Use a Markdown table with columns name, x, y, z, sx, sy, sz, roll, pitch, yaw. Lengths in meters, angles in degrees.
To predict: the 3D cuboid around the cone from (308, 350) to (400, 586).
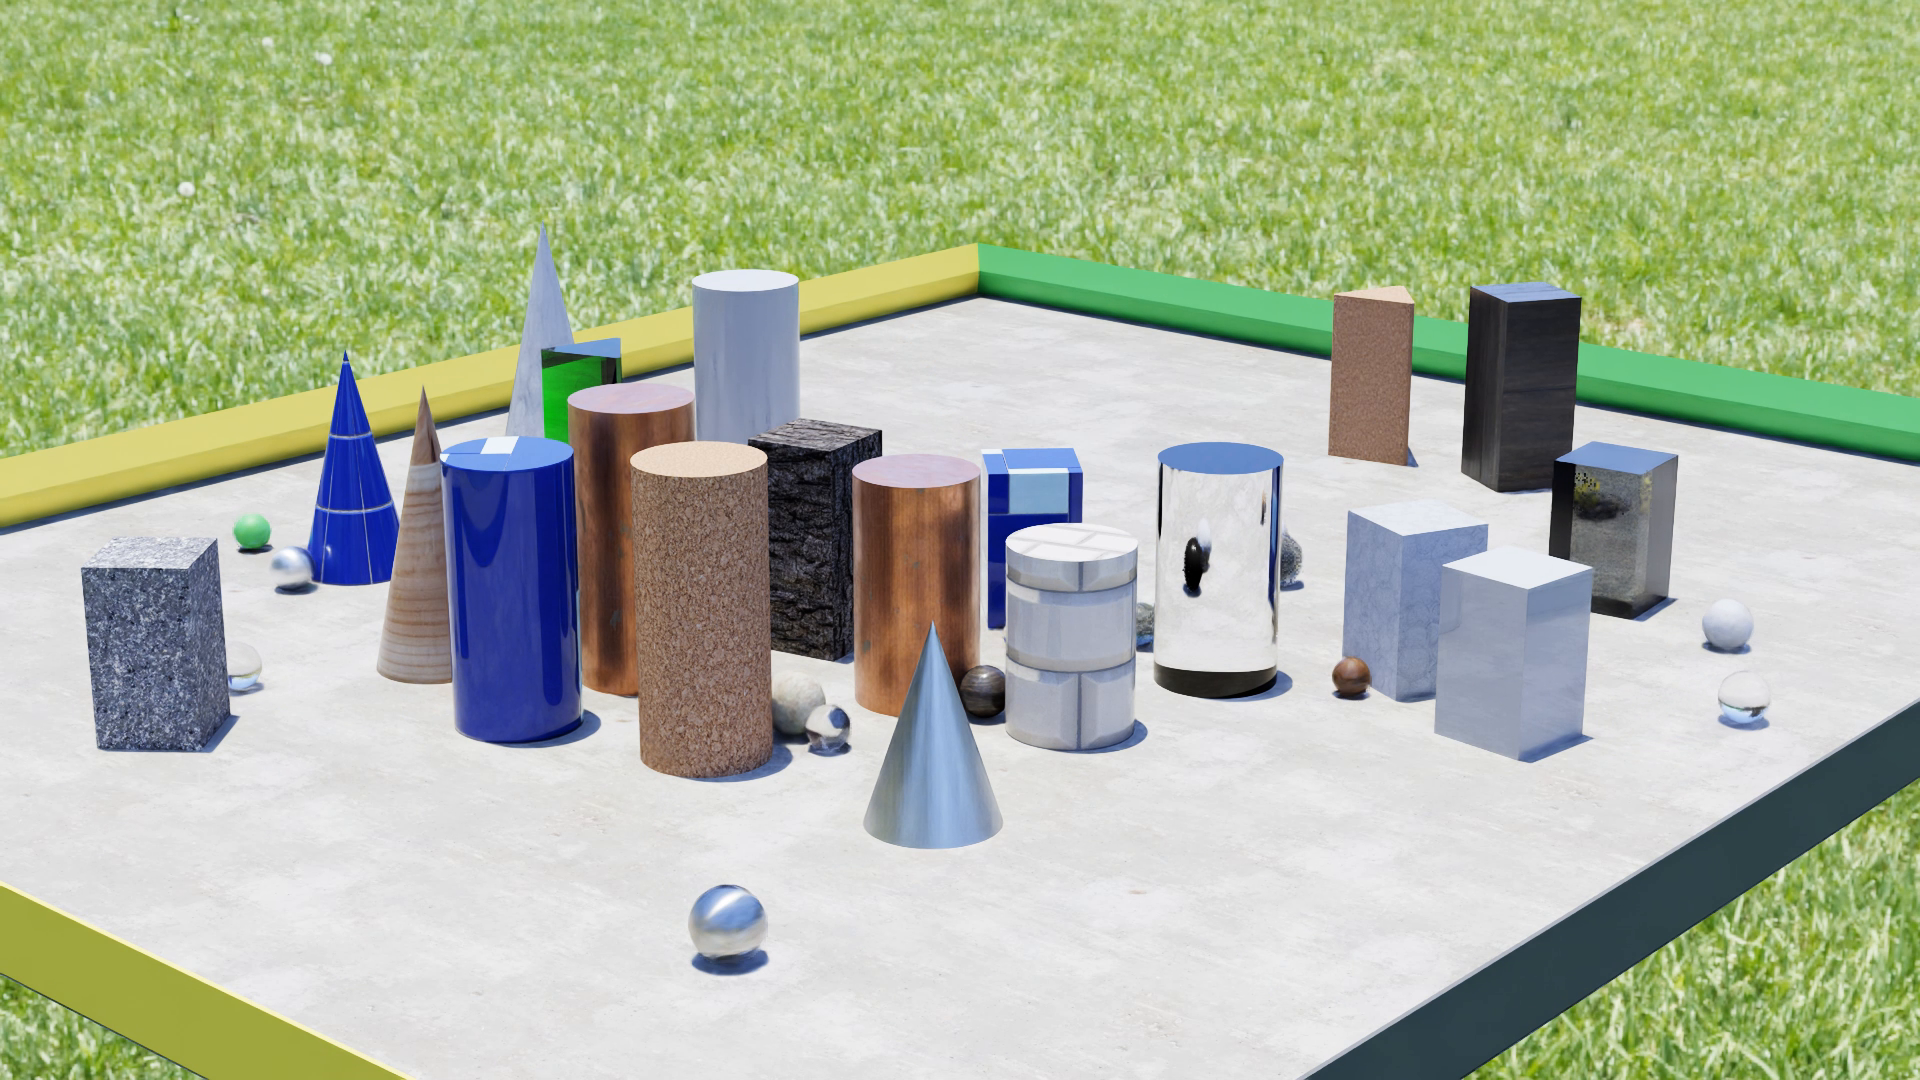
| name | x | y | z | sx | sy | sz | roll | pitch | yaw |
| --- | --- | --- | --- | --- | --- | --- | --- | --- | --- |
| cone | -1.082 | -0.142 | 5.219 | 0.199 | 0.407 | 0.199 | 0 | 17 | 0 |

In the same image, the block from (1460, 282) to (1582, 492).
| name | x | y | z | sx | sy | sz | roll | pitch | yaw |
| --- | --- | --- | --- | --- | --- | --- | --- | --- | --- |
| block | 1.108 | -0.304 | 5.801 | 0.159 | 0.382 | 0.159 | -5 | 18 | -17 |

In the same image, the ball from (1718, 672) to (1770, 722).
| name | x | y | z | sx | sy | sz | roll | pitch | yaw |
| --- | --- | --- | --- | --- | --- | --- | --- | --- | --- |
| ball | 1.207 | 0.242 | 4.514 | 0.079 | 0.079 | 0.079 | 0 | 17 | 0 |

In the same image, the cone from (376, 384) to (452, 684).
| name | x | y | z | sx | sy | sz | roll | pitch | yaw |
| --- | --- | --- | --- | --- | --- | --- | --- | --- | --- |
| cone | -0.851 | -0.023 | 4.714 | 0.199 | 0.471 | 0.199 | 0 | 17 | 0 |

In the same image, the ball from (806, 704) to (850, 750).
| name | x | y | z | sx | sy | sz | roll | pitch | yaw |
| --- | --- | --- | --- | --- | --- | --- | --- | --- | --- |
| ball | -0.198 | 0.281 | 4.404 | 0.068 | 0.068 | 0.068 | 0 | 17 | 0 |

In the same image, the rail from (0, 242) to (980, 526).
| name | x | y | z | sx | sy | sz | roll | pitch | yaw |
| --- | --- | --- | --- | --- | --- | --- | --- | --- | --- |
| rail | -1.219 | -0.273 | 6.133 | 0.045 | 0.129 | 3.908 | 14 | 22 | 39 |

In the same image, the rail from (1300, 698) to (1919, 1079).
| name | x | y | z | sx | sy | sz | roll | pitch | yaw |
| --- | --- | --- | --- | --- | --- | --- | --- | --- | --- |
| rail | 1.219 | 0.338 | 4.106 | 0.045 | 0.129 | 3.908 | 14 | 22 | 39 |

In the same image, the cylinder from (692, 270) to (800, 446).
| name | x | y | z | sx | sy | sz | roll | pitch | yaw |
| --- | --- | --- | --- | --- | --- | --- | --- | --- | --- |
| cylinder | -0.399 | -0.261 | 5.516 | 0.199 | 0.464 | 0.199 | 0 | 17 | 0 |

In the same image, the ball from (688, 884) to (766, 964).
| name | x | y | z | sx | sy | sz | roll | pitch | yaw |
| --- | --- | --- | --- | --- | --- | --- | --- | --- | --- |
| ball | -0.292 | 0.482 | 3.684 | 0.098 | 0.098 | 0.098 | 0 | 17 | 0 |

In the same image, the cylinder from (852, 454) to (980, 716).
| name | x | y | z | sx | sy | sz | roll | pitch | yaw |
| --- | --- | --- | --- | --- | --- | --- | --- | --- | --- |
| cylinder | -0.067 | 0.070 | 4.582 | 0.199 | 0.370 | 0.199 | 0 | 17 | 0 |

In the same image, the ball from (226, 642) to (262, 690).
| name | x | y | z | sx | sy | sz | roll | pitch | yaw |
| --- | --- | --- | --- | --- | --- | --- | --- | --- | --- |
| ball | -1.148 | 0.200 | 4.661 | 0.074 | 0.074 | 0.074 | 0 | 17 | 0 |

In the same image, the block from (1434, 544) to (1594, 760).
| name | x | y | z | sx | sy | sz | roll | pitch | yaw |
| --- | --- | --- | --- | --- | --- | --- | --- | --- | --- |
| block | 0.835 | 0.168 | 4.432 | 0.159 | 0.268 | 0.159 | -15 | 22 | -40 |

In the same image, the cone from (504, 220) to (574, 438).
| name | x | y | z | sx | sy | sz | roll | pitch | yaw |
| --- | --- | --- | --- | --- | --- | --- | --- | --- | --- |
| cone | -0.856 | -0.434 | 6.078 | 0.199 | 0.472 | 0.199 | 0 | 17 | 0 |

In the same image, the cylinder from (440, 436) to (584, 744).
| name | x | y | z | sx | sy | sz | roll | pitch | yaw |
| --- | --- | --- | --- | --- | --- | --- | --- | --- | --- |
| cylinder | -0.680 | 0.075 | 4.462 | 0.199 | 0.429 | 0.199 | 0 | 17 | 0 |

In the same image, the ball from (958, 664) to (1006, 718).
| name | x | y | z | sx | sy | sz | roll | pitch | yaw |
| --- | --- | --- | --- | --- | --- | --- | --- | --- | --- |
| ball | 0.039 | 0.234 | 4.535 | 0.082 | 0.082 | 0.082 | 0 | 17 | 0 |

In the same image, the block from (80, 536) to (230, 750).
| name | x | y | z | sx | sy | sz | roll | pitch | yaw |
| --- | --- | --- | --- | --- | --- | --- | --- | --- | --- |
| block | -1.216 | 0.155 | 4.443 | 0.159 | 0.286 | 0.159 | 1 | 17 | 2 |

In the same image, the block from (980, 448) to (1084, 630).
| name | x | y | z | sx | sy | sz | roll | pitch | yaw |
| --- | --- | --- | --- | --- | --- | --- | --- | --- | --- |
| block | 0.121 | -0.003 | 4.993 | 0.159 | 0.273 | 0.159 | -1 | 17 | -4 |

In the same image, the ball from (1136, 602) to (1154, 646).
| name | x | y | z | sx | sy | sz | roll | pitch | yaw |
| --- | --- | --- | --- | --- | --- | --- | --- | --- | --- |
| ball | 0.298 | 0.139 | 4.864 | 0.074 | 0.074 | 0.074 | 0 | 17 | 0 |

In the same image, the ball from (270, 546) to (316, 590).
| name | x | y | z | sx | sy | sz | roll | pitch | yaw |
| --- | --- | --- | --- | --- | --- | --- | --- | --- | --- |
| ball | -1.173 | 0.049 | 5.158 | 0.078 | 0.078 | 0.078 | 0 | 17 | 0 |

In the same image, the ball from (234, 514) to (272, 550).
| name | x | y | z | sx | sy | sz | roll | pitch | yaw |
| --- | --- | --- | --- | --- | --- | --- | --- | --- | --- |
| ball | -1.300 | -0.015 | 5.391 | 0.066 | 0.066 | 0.066 | 0 | 17 | 0 |

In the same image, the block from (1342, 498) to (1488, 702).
| name | x | y | z | sx | sy | sz | roll | pitch | yaw |
| --- | --- | --- | --- | --- | --- | --- | --- | --- | --- |
| block | 0.723 | 0.093 | 4.673 | 0.159 | 0.272 | 0.159 | -8 | 18 | -24 |

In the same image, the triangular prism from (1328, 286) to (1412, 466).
| name | x | y | z | sx | sy | sz | roll | pitch | yaw |
| --- | --- | --- | --- | --- | --- | --- | --- | --- | --- |
| triangular prism | 0.869 | -0.343 | 6.009 | 0.172 | 0.337 | 0.149 | 10 | 19 | 29 |

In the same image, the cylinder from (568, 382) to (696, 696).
| name | x | y | z | sx | sy | sz | roll | pitch | yaw |
| --- | --- | --- | --- | --- | --- | --- | --- | --- | --- |
| cylinder | -0.516 | -0.002 | 4.664 | 0.199 | 0.460 | 0.199 | 0 | 17 | 0 |

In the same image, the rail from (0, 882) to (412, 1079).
| name | x | y | z | sx | sy | sz | roll | pitch | yaw |
| --- | --- | --- | --- | --- | --- | --- | --- | --- | --- |
| rail | -1.266 | 0.453 | 3.724 | 3.276 | 0.129 | 0.045 | 14 | 22 | 39 |

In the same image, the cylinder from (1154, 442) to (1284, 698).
| name | x | y | z | sx | sy | sz | roll | pitch | yaw |
| --- | --- | --- | --- | --- | --- | --- | --- | --- | --- |
| cylinder | 0.410 | 0.046 | 4.664 | 0.199 | 0.367 | 0.199 | 0 | 17 | 0 |

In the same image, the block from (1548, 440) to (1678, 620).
| name | x | y | z | sx | sy | sz | roll | pitch | yaw |
| --- | --- | --- | --- | --- | --- | --- | --- | --- | --- |
| block | 1.127 | -0.018 | 5.068 | 0.159 | 0.258 | 0.159 | 12 | 20 | 34 |

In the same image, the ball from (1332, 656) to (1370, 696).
| name | x | y | z | sx | sy | sz | roll | pitch | yaw |
| --- | --- | --- | --- | --- | --- | --- | --- | --- | --- |
| ball | 0.619 | 0.215 | 4.635 | 0.061 | 0.061 | 0.061 | 0 | 17 | 0 |

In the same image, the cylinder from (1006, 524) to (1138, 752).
| name | x | y | z | sx | sy | sz | roll | pitch | yaw |
| --- | --- | --- | --- | --- | --- | --- | --- | --- | --- |
| cylinder | 0.168 | 0.146 | 4.454 | 0.199 | 0.298 | 0.199 | 0 | 17 | 0 |

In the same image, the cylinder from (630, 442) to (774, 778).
| name | x | y | z | sx | sy | sz | roll | pitch | yaw |
| --- | --- | --- | --- | --- | --- | --- | --- | --- | --- |
| cylinder | -0.379 | 0.101 | 4.325 | 0.199 | 0.458 | 0.199 | 0 | 17 | 0 |

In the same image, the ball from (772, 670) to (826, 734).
| name | x | y | z | sx | sy | sz | roll | pitch | yaw |
| --- | --- | --- | --- | --- | --- | --- | --- | --- | --- |
| ball | -0.255 | 0.247 | 4.462 | 0.099 | 0.099 | 0.099 | 0 | 17 | 0 |

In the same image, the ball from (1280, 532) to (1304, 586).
| name | x | y | z | sx | sy | sz | roll | pitch | yaw |
| --- | --- | --- | --- | --- | --- | --- | --- | --- | --- |
| ball | 0.559 | 0.033 | 5.180 | 0.095 | 0.095 | 0.095 | 0 | 17 | 0 |

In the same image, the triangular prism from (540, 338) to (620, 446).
| name | x | y | z | sx | sy | sz | roll | pitch | yaw |
| --- | --- | --- | --- | --- | --- | --- | --- | --- | --- |
| triangular prism | -0.698 | -0.233 | 5.711 | 0.172 | 0.298 | 0.149 | 7 | 18 | 22 |

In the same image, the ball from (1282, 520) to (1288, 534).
| name | x | y | z | sx | sy | sz | roll | pitch | yaw |
| --- | --- | --- | --- | --- | --- | --- | --- | --- | --- |
| ball | 0.551 | -0.010 | 5.332 | 0.090 | 0.090 | 0.090 | 0 | 17 | 0 |

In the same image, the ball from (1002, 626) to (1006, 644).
| name | x | y | z | sx | sy | sz | roll | pitch | yaw |
| --- | --- | --- | --- | --- | --- | --- | --- | --- | --- |
| ball | 0.094 | 0.156 | 4.849 | 0.050 | 0.050 | 0.050 | 0 | 17 | 0 |

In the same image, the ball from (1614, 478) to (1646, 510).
| name | x | y | z | sx | sy | sz | roll | pitch | yaw |
| --- | --- | --- | --- | --- | --- | --- | --- | --- | --- |
| ball | 1.291 | -0.088 | 5.645 | 0.059 | 0.059 | 0.059 | 0 | 17 | 0 |

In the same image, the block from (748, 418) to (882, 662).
| name | x | y | z | sx | sy | sz | roll | pitch | yaw |
| --- | --- | --- | --- | --- | --- | --- | --- | --- | --- |
| block | -0.236 | -0.002 | 4.845 | 0.159 | 0.356 | 0.159 | 9 | 19 | 29 |

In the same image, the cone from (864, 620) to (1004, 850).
| name | x | y | z | sx | sy | sz | roll | pitch | yaw |
| --- | --- | --- | --- | --- | --- | --- | --- | --- | --- |
| cone | -0.038 | 0.254 | 4.091 | 0.199 | 0.300 | 0.199 | 0 | 17 | 0 |

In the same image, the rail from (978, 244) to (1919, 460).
| name | x | y | z | sx | sy | sz | roll | pitch | yaw |
| --- | --- | --- | --- | --- | --- | --- | --- | --- | --- |
| rail | 1.266 | -0.388 | 6.515 | 3.276 | 0.129 | 0.045 | 14 | 22 | 39 |

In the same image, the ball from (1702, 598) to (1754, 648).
| name | x | y | z | sx | sy | sz | roll | pitch | yaw |
| --- | --- | --- | --- | --- | --- | --- | --- | --- | --- |
| ball | 1.270 | 0.138 | 4.852 | 0.083 | 0.083 | 0.083 | 0 | 17 | 0 |

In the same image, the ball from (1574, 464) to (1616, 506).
| name | x | y | z | sx | sy | sz | roll | pitch | yaw |
| --- | --- | --- | --- | --- | --- | --- | --- | --- | --- |
| ball | 1.228 | -0.108 | 5.668 | 0.081 | 0.081 | 0.081 | 0 | 17 | 0 |
